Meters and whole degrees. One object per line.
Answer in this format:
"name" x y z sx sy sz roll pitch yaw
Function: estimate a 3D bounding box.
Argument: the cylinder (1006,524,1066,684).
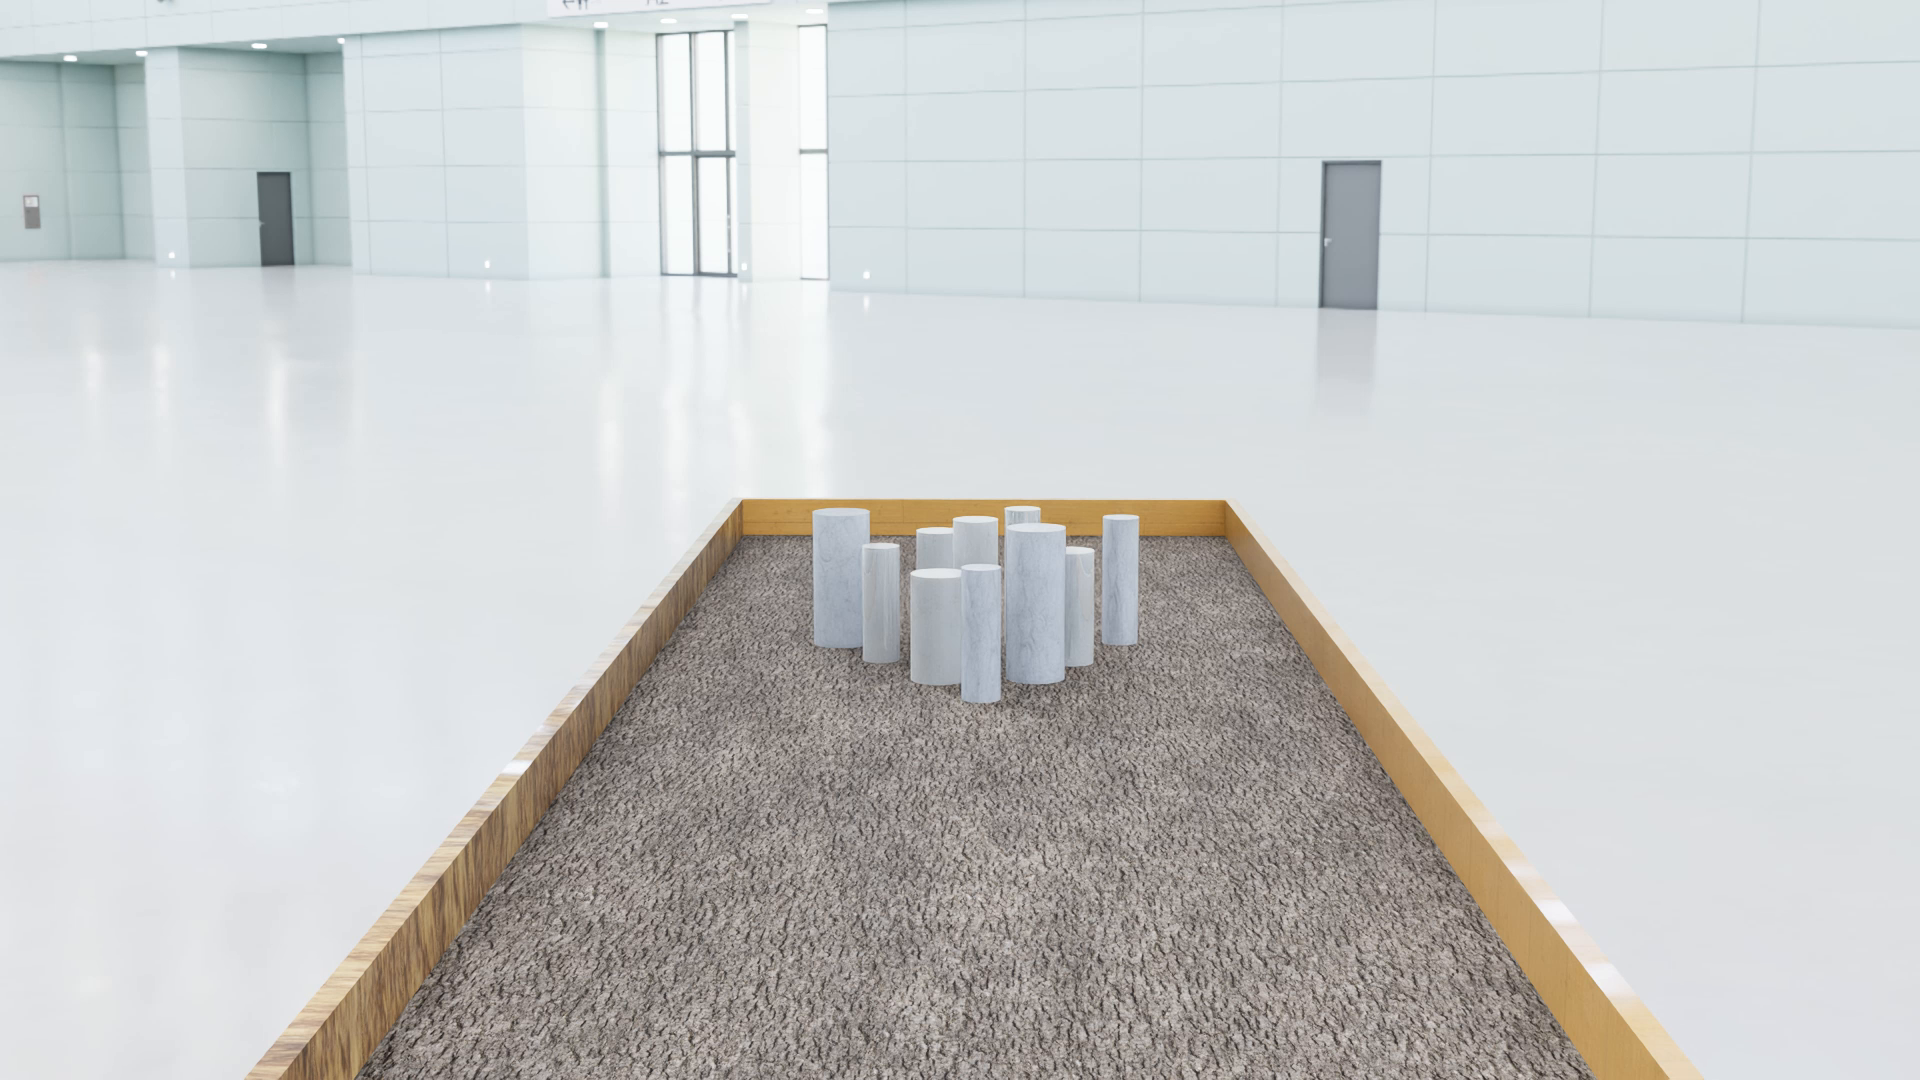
"cylinder" 0.221 0.184 6.424 0.174 0.446 0.174 0 9 0

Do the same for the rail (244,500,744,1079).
"rail" -1.004 0.839 3.234 0.050 0.150 12.000 0 9 1

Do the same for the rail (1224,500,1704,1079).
"rail" 1.046 0.843 3.208 0.050 0.150 12.000 0 9 1

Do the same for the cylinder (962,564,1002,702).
"cylinder" 0.059 0.261 6.164 0.112 0.375 0.112 0 9 0

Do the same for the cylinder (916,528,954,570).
"cylinder" -0.068 0.149 6.911 0.137 0.362 0.137 0 9 0

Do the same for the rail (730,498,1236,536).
"rail" 0.099 -0.098 9.147 2.100 0.150 0.050 0 9 1

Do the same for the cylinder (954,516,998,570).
"cylinder" 0.047 0.152 6.659 0.136 0.435 0.136 0 9 0

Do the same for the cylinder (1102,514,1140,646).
"cylinder" 0.506 0.125 6.942 0.114 0.400 0.114 0 9 0

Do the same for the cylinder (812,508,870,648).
"cylinder" -0.372 0.118 6.928 0.180 0.418 0.180 0 9 0

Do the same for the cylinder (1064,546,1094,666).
"cylinder" 0.336 0.200 6.650 0.138 0.342 0.138 0 9 0

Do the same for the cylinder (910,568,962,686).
"cylinder" -0.061 0.252 6.416 0.167 0.315 0.167 0 9 0

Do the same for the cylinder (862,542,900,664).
"cylinder" -0.240 0.191 6.684 0.114 0.351 0.114 0 9 0

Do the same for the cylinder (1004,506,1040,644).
"cylinder" 0.197 0.113 6.925 0.113 0.429 0.113 0 9 0
